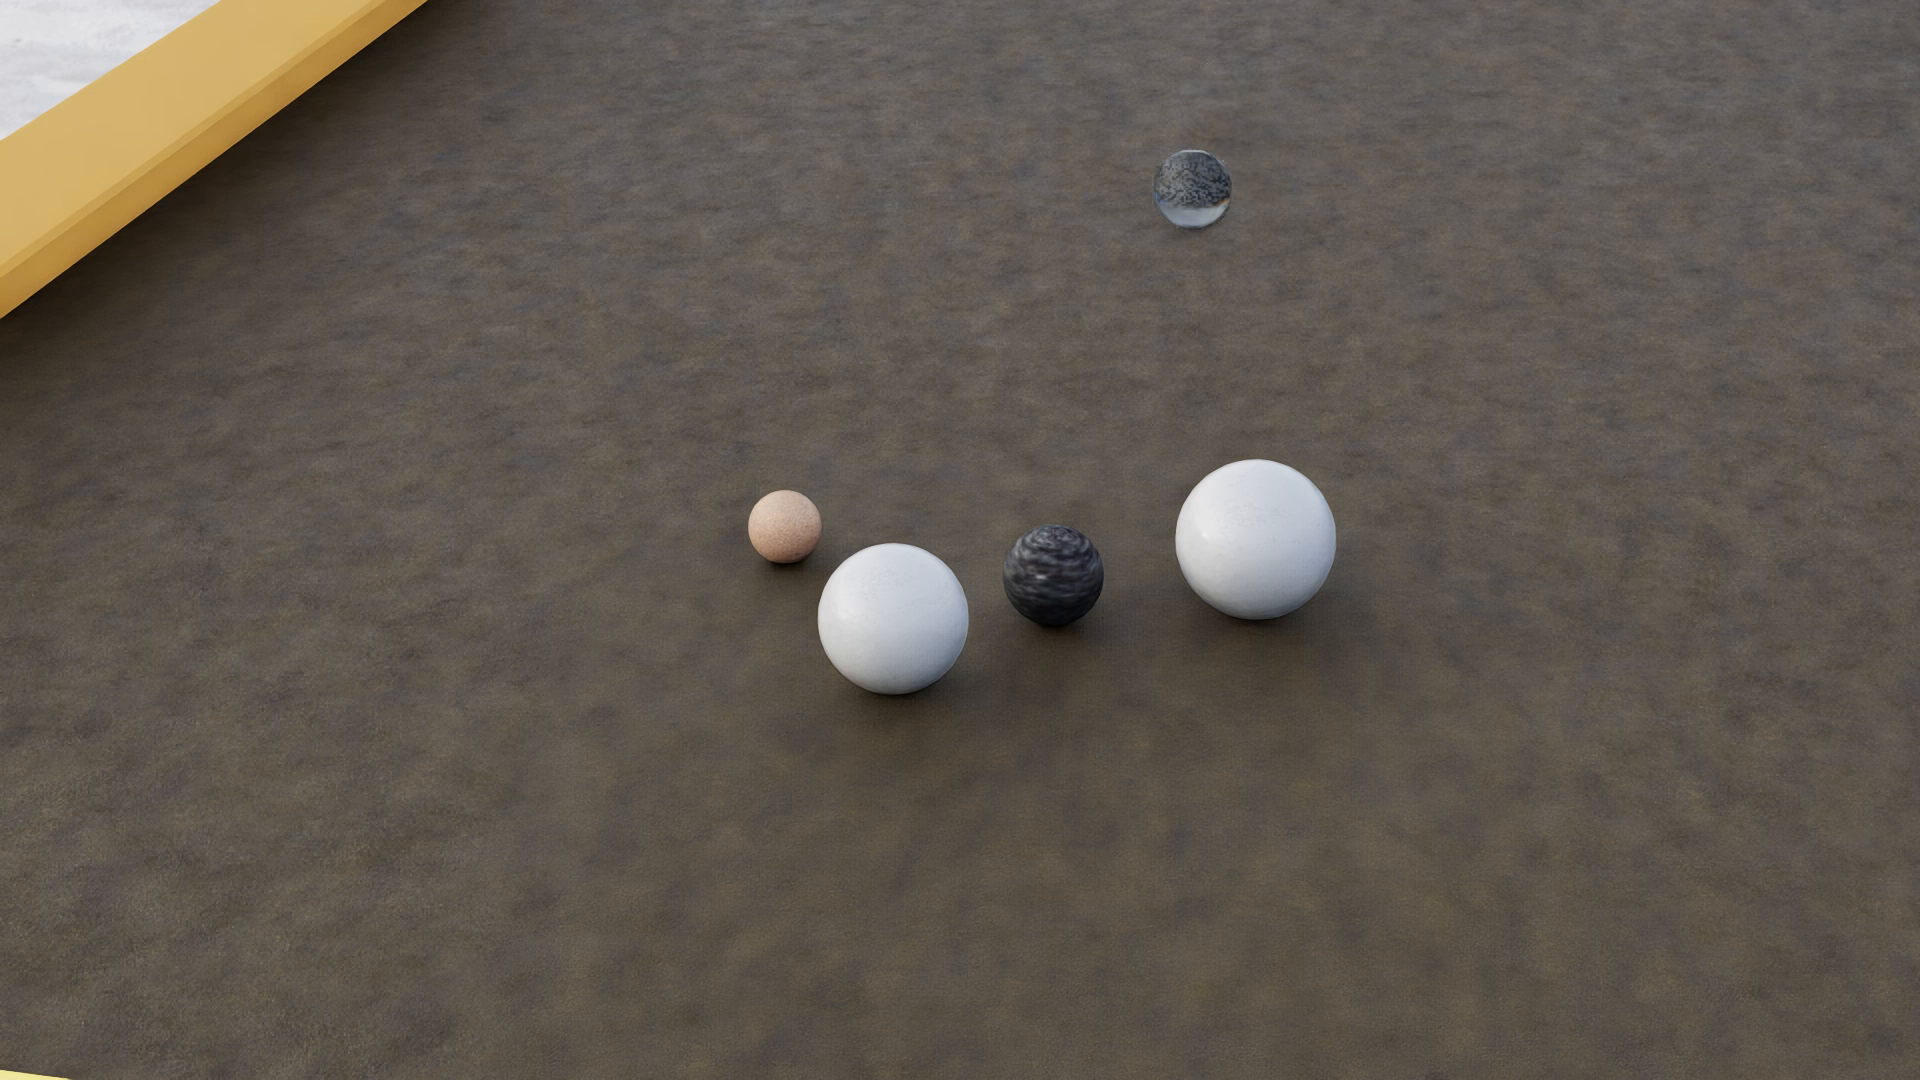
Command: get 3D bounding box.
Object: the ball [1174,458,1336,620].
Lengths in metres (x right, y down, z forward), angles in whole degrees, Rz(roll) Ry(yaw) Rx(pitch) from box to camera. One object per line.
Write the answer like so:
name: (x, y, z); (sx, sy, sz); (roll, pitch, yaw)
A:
ball: (0.181, 0.000, 1.805); (0.099, 0.099, 0.099); (0, 26, 0)

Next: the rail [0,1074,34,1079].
rail: (-0.147, 0.285, 1.190); (1.638, 0.129, 0.045); (5, 27, 11)

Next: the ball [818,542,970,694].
ball: (-0.039, 0.046, 1.722); (0.089, 0.089, 0.089); (0, 26, 0)

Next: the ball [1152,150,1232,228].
ball: (0.192, -0.290, 2.432); (0.065, 0.065, 0.065); (0, 26, 0)

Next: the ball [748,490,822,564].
ball: (-0.112, -0.008, 1.880); (0.047, 0.047, 0.047); (0, 26, 0)

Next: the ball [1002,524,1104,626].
ball: (0.057, 0.021, 1.803); (0.062, 0.062, 0.062); (0, 26, 0)

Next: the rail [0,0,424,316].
rail: (-0.627, -0.418, 2.617); (0.045, 0.129, 2.965); (5, 27, 11)
